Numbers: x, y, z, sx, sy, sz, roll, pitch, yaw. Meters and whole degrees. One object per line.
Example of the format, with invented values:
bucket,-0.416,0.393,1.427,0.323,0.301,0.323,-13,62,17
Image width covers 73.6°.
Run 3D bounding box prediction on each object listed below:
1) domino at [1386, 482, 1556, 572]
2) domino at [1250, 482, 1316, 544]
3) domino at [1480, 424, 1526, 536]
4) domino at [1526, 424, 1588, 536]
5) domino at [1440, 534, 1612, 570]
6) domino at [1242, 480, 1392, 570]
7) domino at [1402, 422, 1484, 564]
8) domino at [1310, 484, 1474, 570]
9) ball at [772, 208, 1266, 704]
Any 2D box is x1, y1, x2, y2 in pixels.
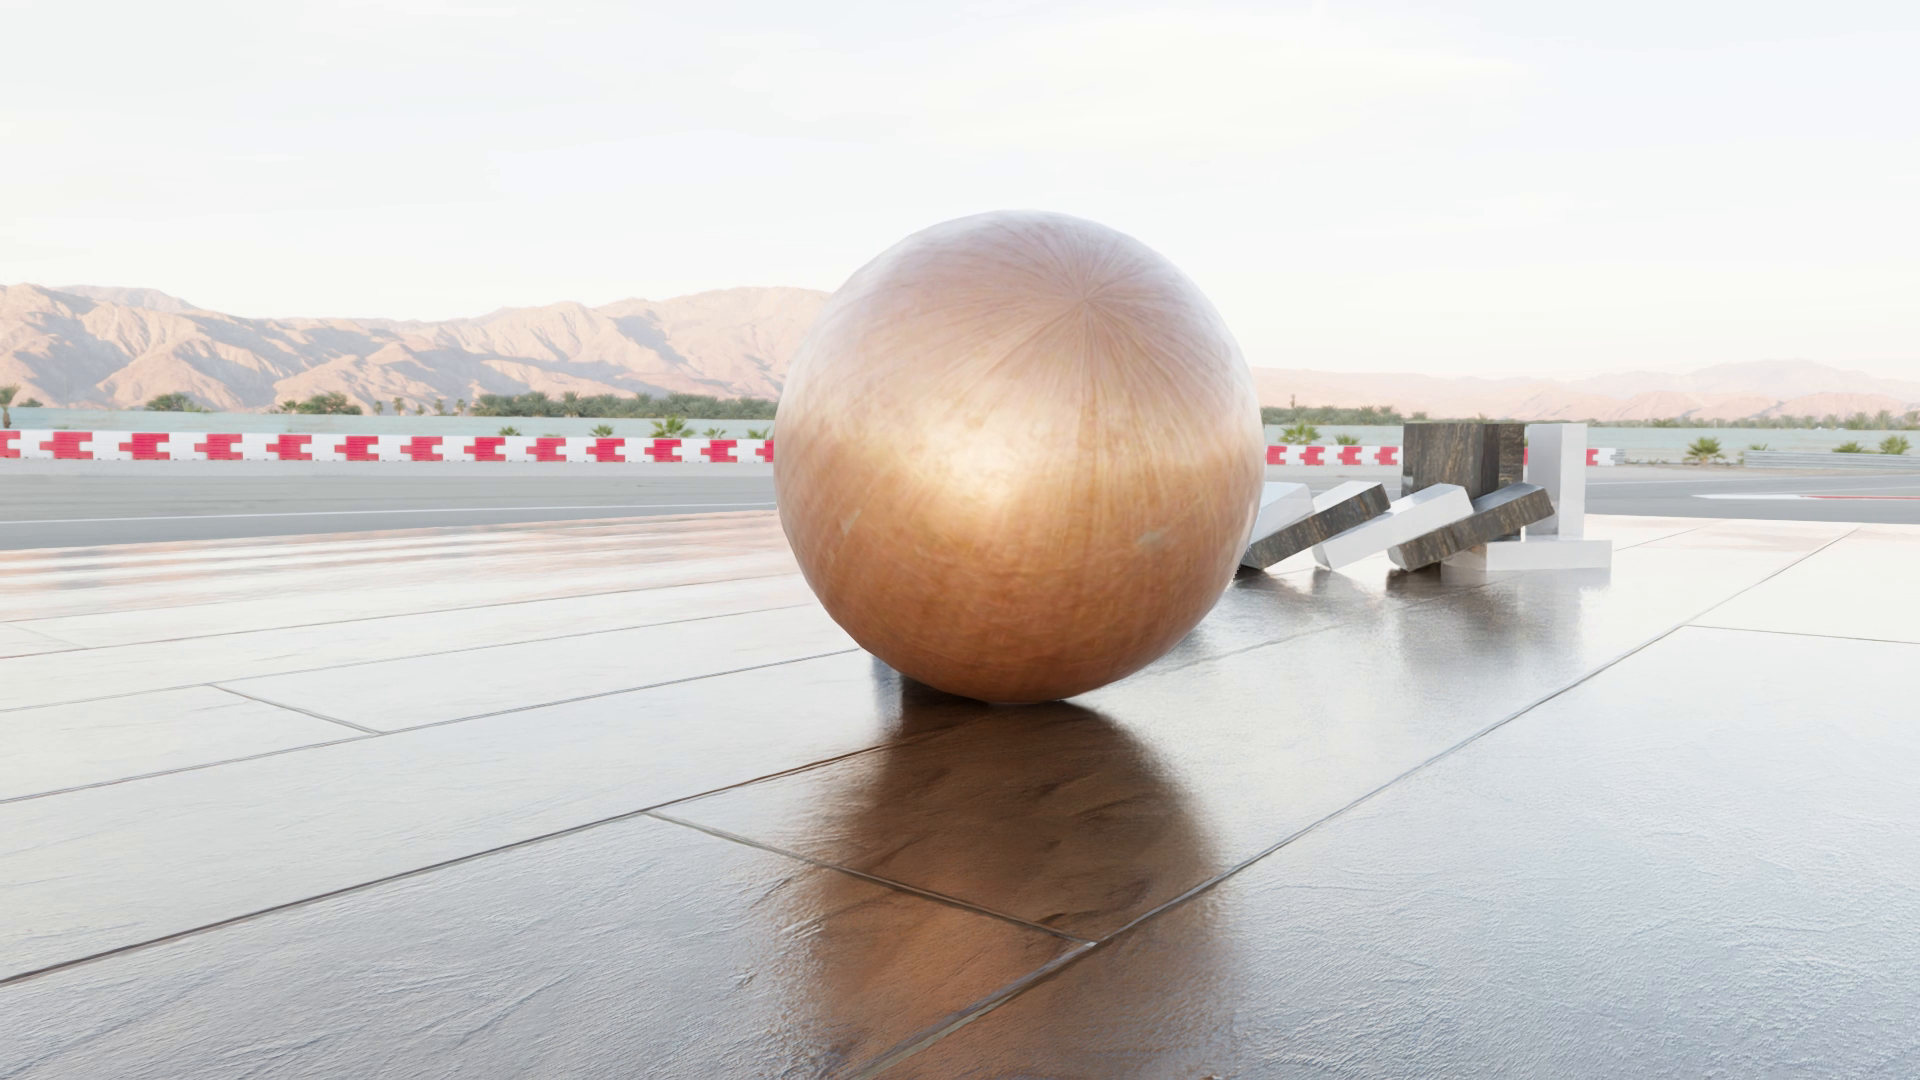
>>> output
domino,0.172,-0.005,0.436,0.050,0.009,0.025,-23,4,7
domino,0.095,-0.005,0.444,0.050,0.010,0.025,-27,13,-18
domino,0.203,-0.019,0.488,0.009,0.050,0.025,0,4,-5
domino,0.227,-0.019,0.489,0.009,0.050,0.025,0,4,-3
domino,0.198,0.004,0.449,0.050,0.009,0.025,-1,4,-15
domino,0.121,-0.006,0.447,0.050,0.010,0.025,-25,7,-5
domino,0.173,-0.017,0.461,0.025,0.050,0.010,0,5,-2
domino,0.147,-0.005,0.440,0.050,0.010,0.025,-23,4,5
ball,0.009,-0.013,0.212,0.080,0.080,0.080,0,4,0
